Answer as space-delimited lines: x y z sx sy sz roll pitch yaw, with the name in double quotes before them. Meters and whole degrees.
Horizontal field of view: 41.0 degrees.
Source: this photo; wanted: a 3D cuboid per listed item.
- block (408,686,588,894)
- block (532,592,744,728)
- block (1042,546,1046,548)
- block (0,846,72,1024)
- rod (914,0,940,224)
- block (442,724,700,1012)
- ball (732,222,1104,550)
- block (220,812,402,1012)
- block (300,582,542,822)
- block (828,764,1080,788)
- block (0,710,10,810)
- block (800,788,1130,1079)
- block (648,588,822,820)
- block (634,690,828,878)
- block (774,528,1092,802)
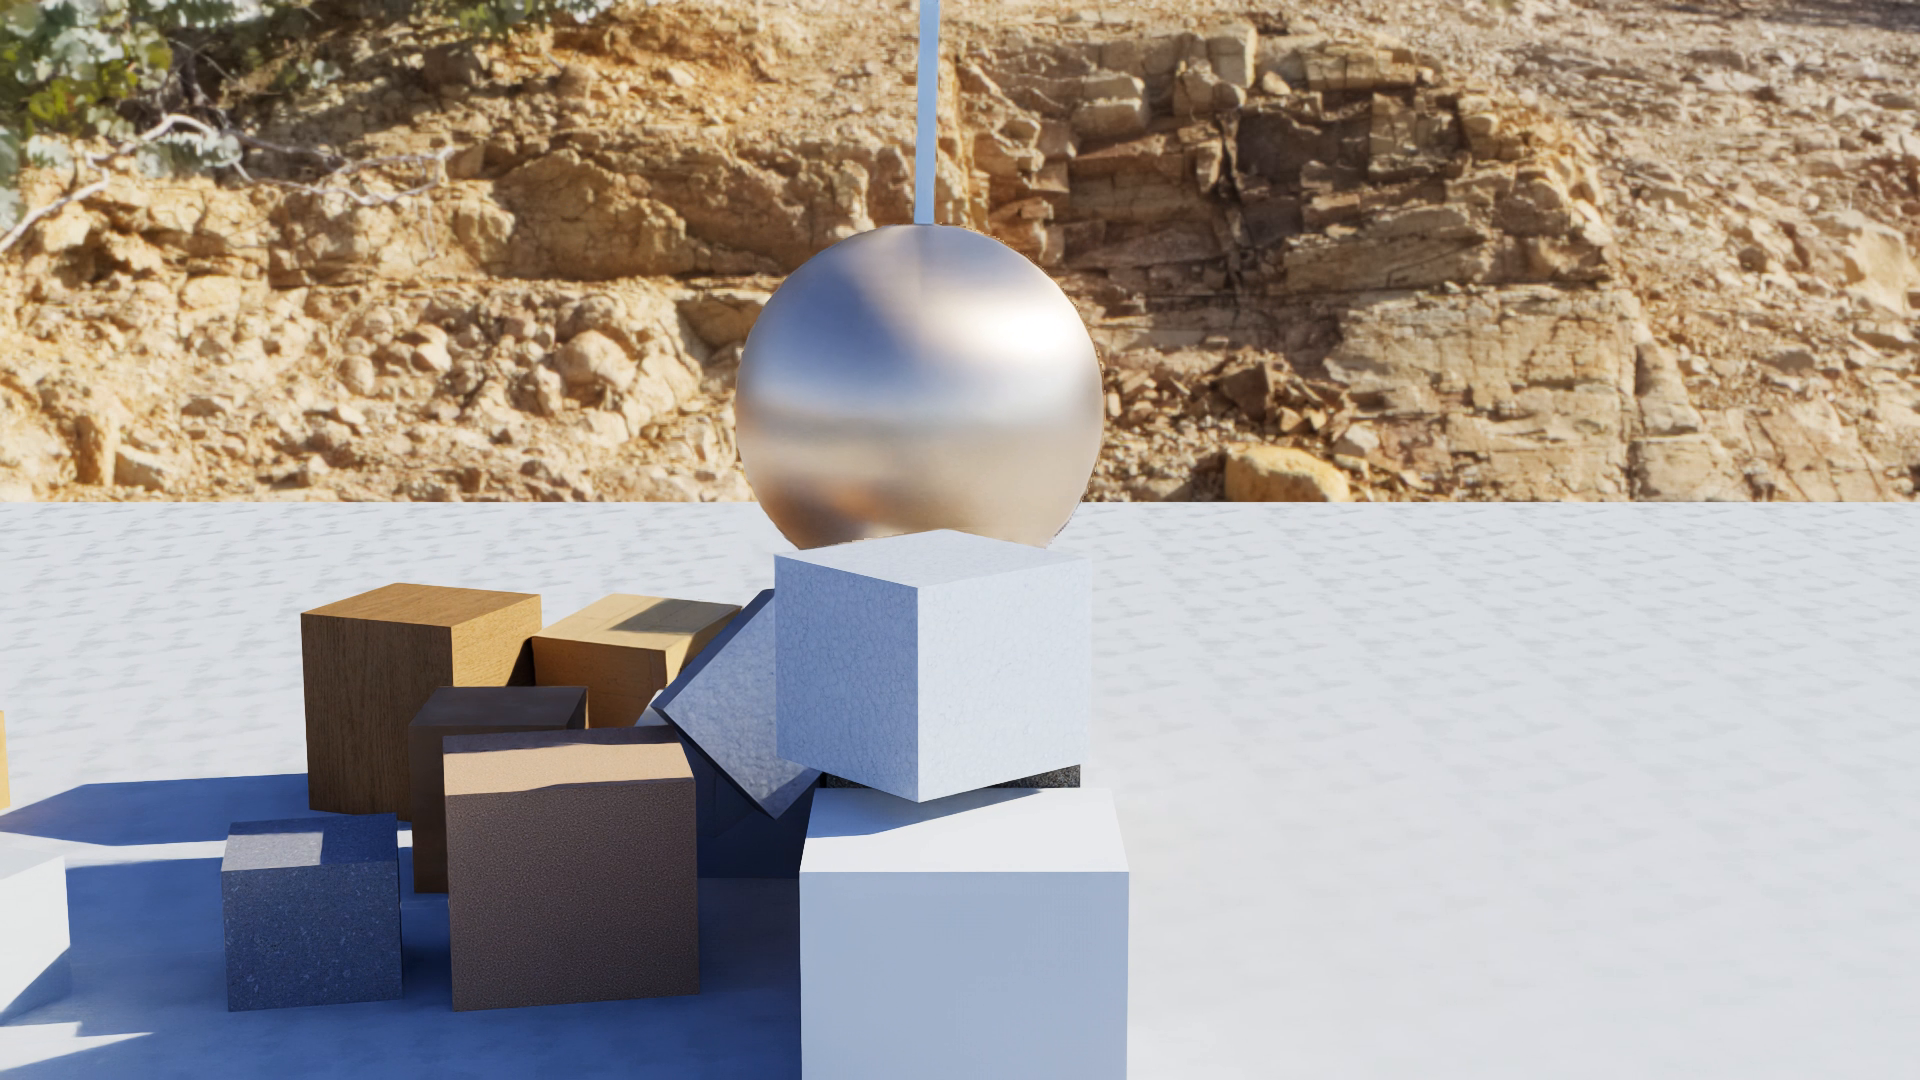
"block" -2.035 1.100 11.424 0.678 0.749 0.716 0 10 -1
"block" -1.574 0.782 12.819 0.766 0.800 0.745 5 17 25
"block" -0.005 -0.129 12.946 0.724 0.637 0.712 3 11 17
"block" -3.878 1.514 9.713 0.662 0.547 0.689 4 11 21
"rod" -0.077 -3.908 10.470 0.080 5.200 0.080 2 10 0
"block" -1.554 1.276 10.167 0.935 0.851 0.885 -2 11 -12
"ball" -0.178 -0.564 11.078 1.600 1.600 1.600 0 10 0
"block" -2.527 1.447 10.054 0.647 0.556 0.652 -2 11 -12
"block" -2.606 0.786 12.532 0.838 0.970 0.809 4 11 21
"block" -0.030 1.229 9.937 0.930 1.026 0.904 0 10 -1
"block" -4.967 1.087 12.256 0.576 0.476 0.528 3 11 18
"block" 0.013 1.453 9.001 1.083 0.921 1.003 0 10 0
"block" -0.797 0.674 10.701 0.691 0.645 0.624 -46 7 -10
"block" -1.008 1.097 11.620 0.818 0.684 0.679 0 10 3
"block" -0.100 0.431 9.343 0.819 0.756 0.810 -9 14 -40
